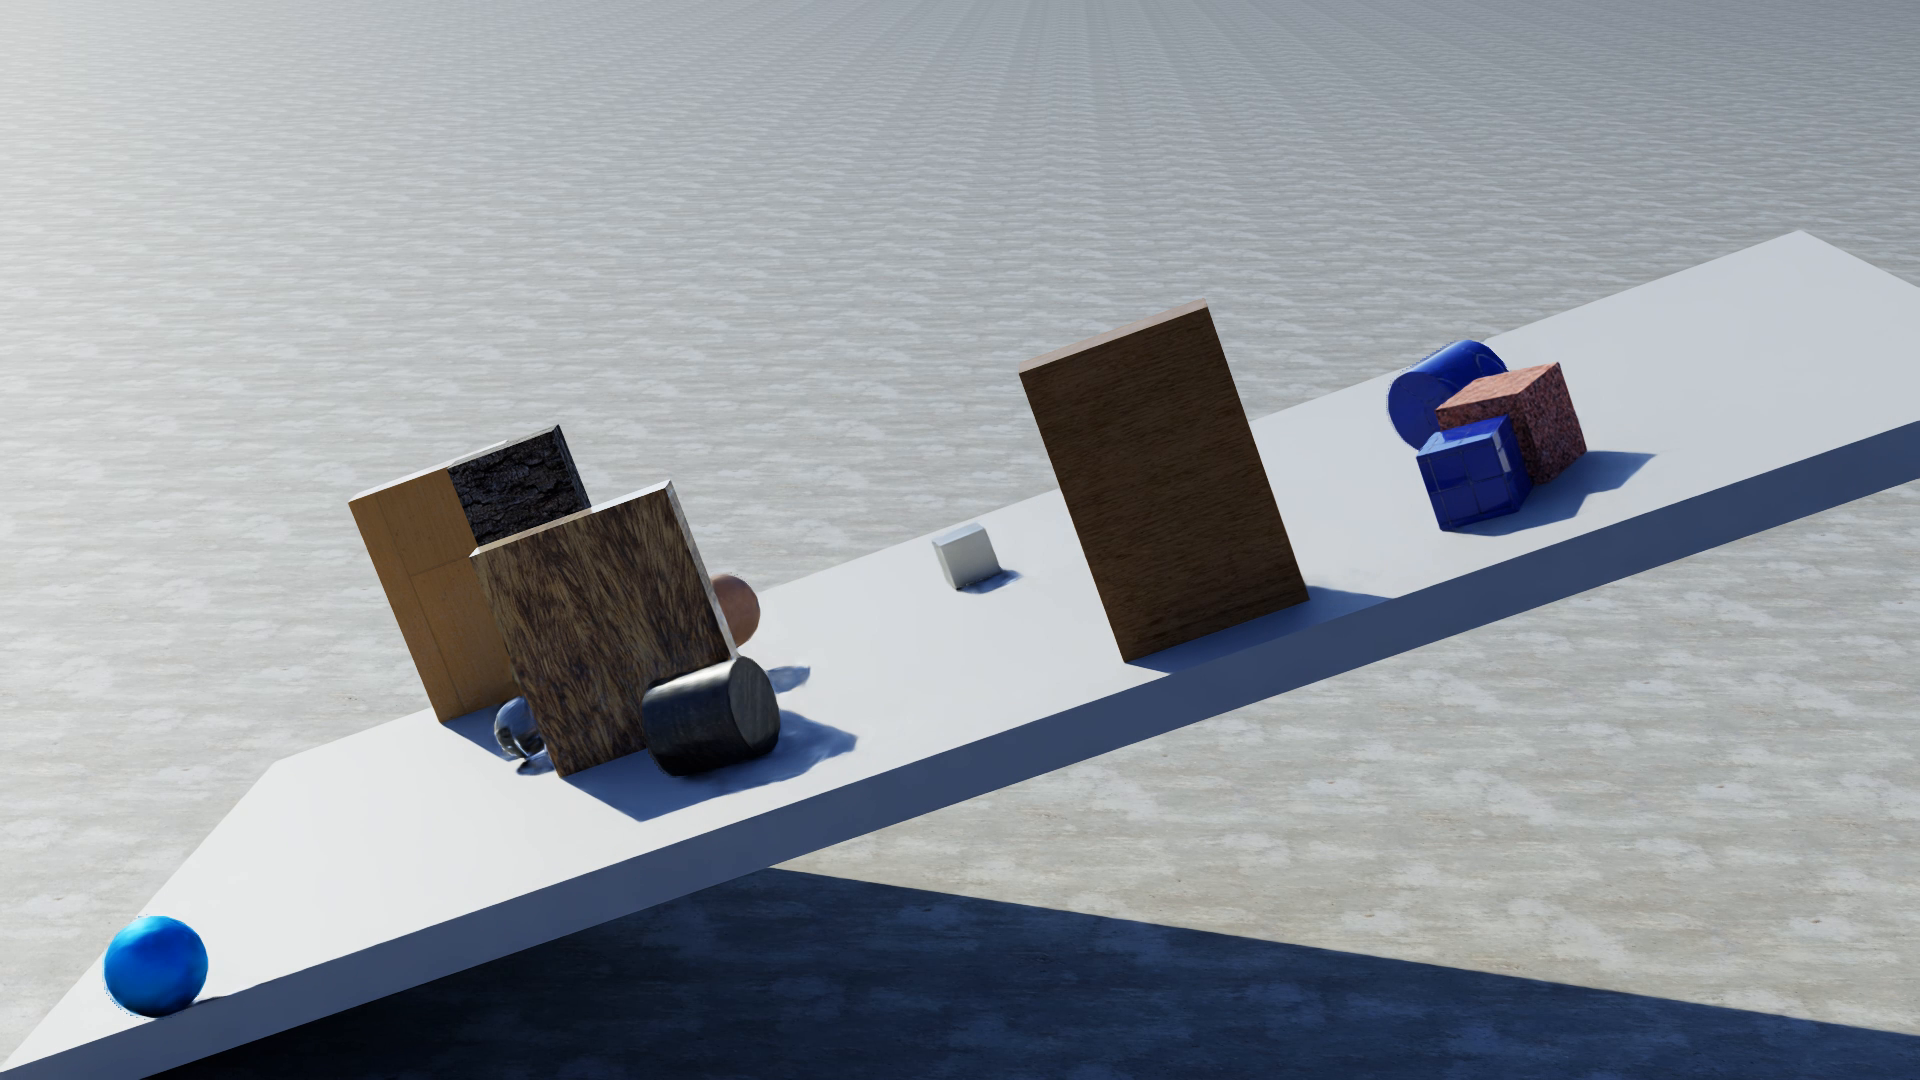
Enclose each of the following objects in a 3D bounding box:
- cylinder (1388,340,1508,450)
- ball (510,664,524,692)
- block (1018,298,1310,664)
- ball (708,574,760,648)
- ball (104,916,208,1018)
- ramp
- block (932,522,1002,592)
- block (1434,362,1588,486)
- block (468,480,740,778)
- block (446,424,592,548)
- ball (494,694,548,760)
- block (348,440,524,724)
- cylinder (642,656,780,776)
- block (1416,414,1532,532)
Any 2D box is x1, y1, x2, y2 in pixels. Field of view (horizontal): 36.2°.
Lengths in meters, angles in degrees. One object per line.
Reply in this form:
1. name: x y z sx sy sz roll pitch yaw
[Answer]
1. cylinder: 1.033 -0.301 6.200 0.187 0.187 0.187 12 31 43
2. ball: -0.998 0.303 6.977 0.134 0.134 0.134 0 13 0
3. block: 0.378 -0.109 5.444 0.362 0.579 0.120 -19 11 6
4. ball: -0.527 0.160 6.485 0.172 0.172 0.172 0 13 0
5. ball: -1.498 0.795 5.482 0.188 0.188 0.188 0 13 0
6. ramp: 0.114 0.177 6.298 4.000 0.100 2.000 -19 11 6
7. block: 0.015 0.036 6.602 0.109 0.109 0.109 -22 11 -7
8. block: 1.073 -0.214 5.722 0.186 0.186 0.186 -11 15 40
9. block: -0.724 0.188 6.164 0.438 0.508 0.088 -19 11 6
10. block: -0.912 0.085 6.637 0.253 0.641 0.094 -19 11 6
11. ball: -0.949 0.410 6.451 0.142 0.142 0.142 0 13 0
12. block: -1.186 0.103 7.170 0.397 0.588 0.107 -19 11 6
13. cylinder: -0.490 0.348 5.793 0.197 0.197 0.197 -16 6 22
14. block: 0.976 -0.128 5.576 0.152 0.152 0.152 -15 13 26
